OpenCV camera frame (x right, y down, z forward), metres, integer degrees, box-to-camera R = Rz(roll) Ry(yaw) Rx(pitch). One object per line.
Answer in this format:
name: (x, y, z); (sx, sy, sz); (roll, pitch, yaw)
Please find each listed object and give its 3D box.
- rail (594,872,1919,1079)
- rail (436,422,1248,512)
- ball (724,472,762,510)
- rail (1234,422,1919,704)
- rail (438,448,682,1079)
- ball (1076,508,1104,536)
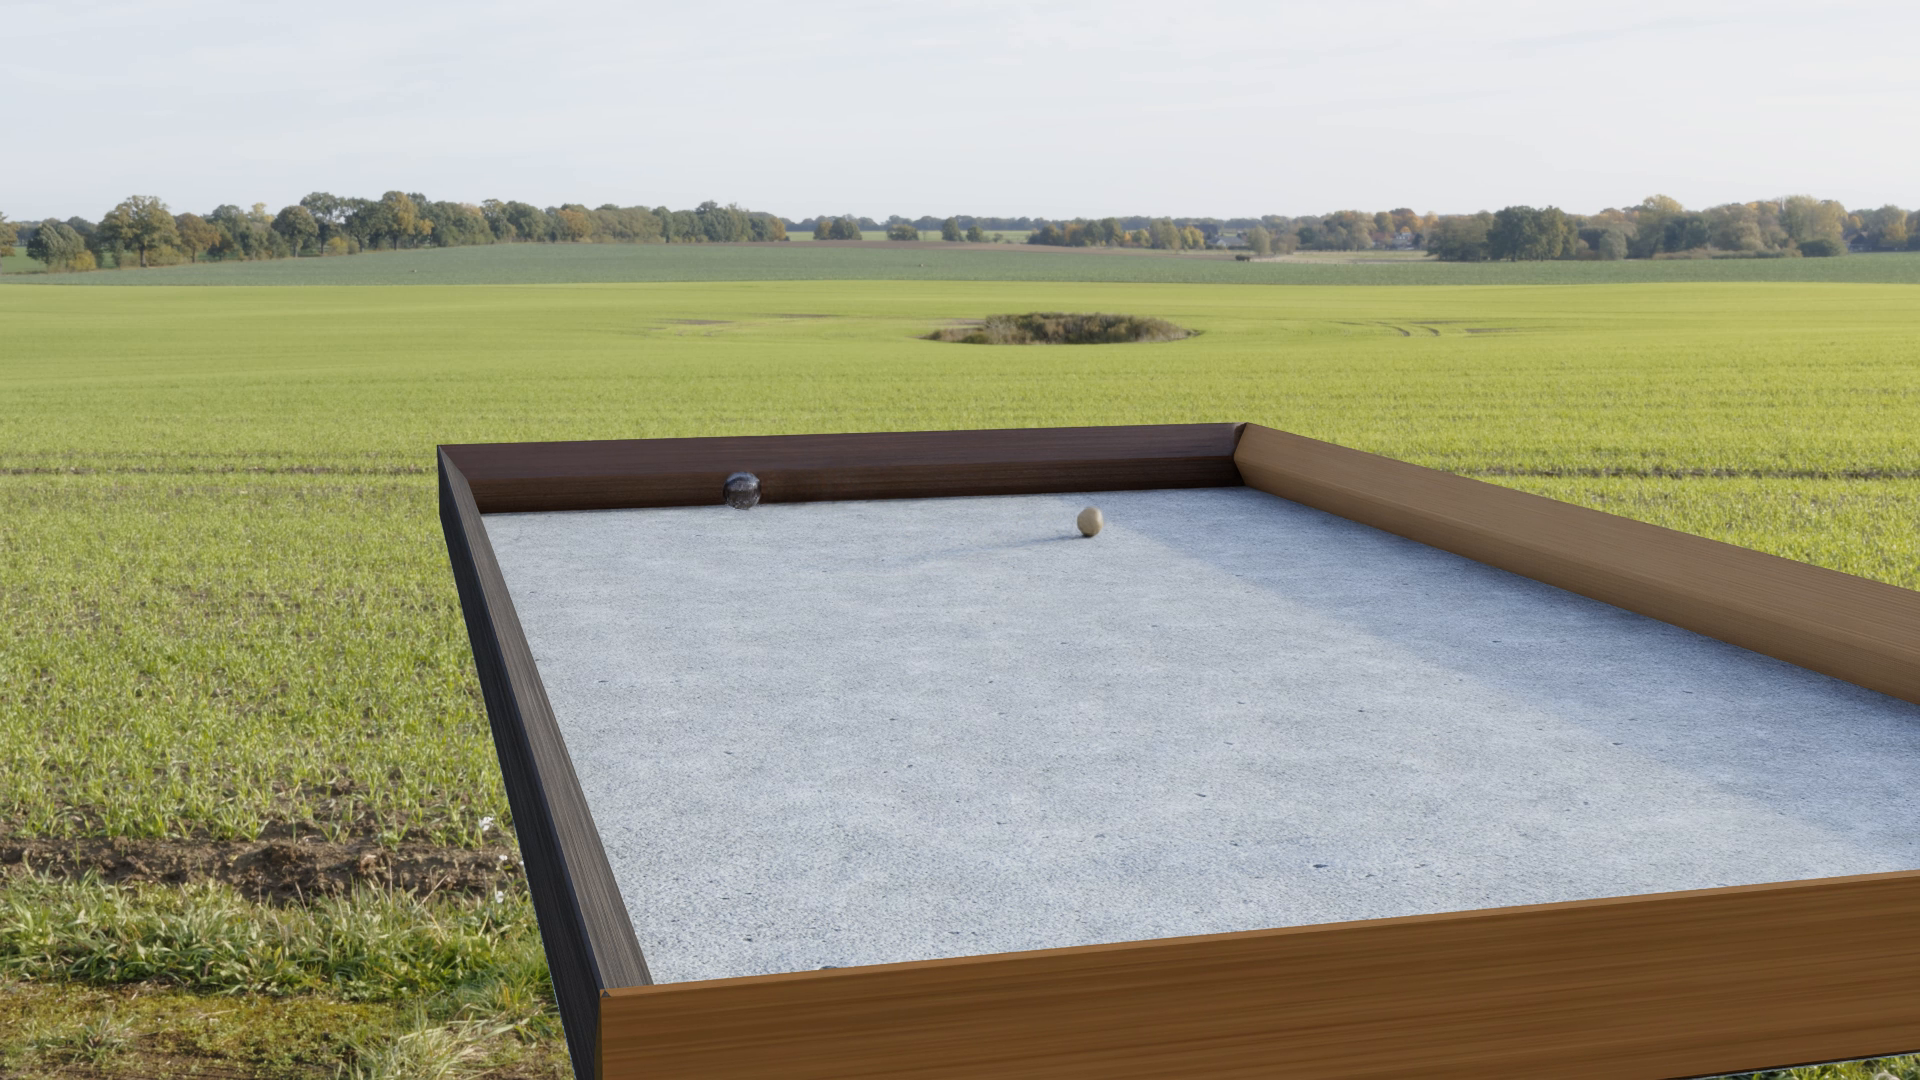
rail: (0.508, 0.259, 1.353); (1.450, 0.117, 0.045); (-2, 9, -15)
rail: (-0.165, -0.126, 3.834); (1.450, 0.117, 0.045); (-2, 9, -15)
ball: (-0.369, -0.084, 3.736); (0.066, 0.066, 0.066); (0, 9, 0)
rail: (0.849, 0.039, 2.773); (0.045, 0.117, 2.647); (-2, 9, -15)
rail: (-0.506, 0.095, 2.414); (0.045, 0.117, 2.647); (-2, 9, -15)
ball: (0.204, -0.028, 3.446); (0.044, 0.044, 0.044); (0, 9, 0)
